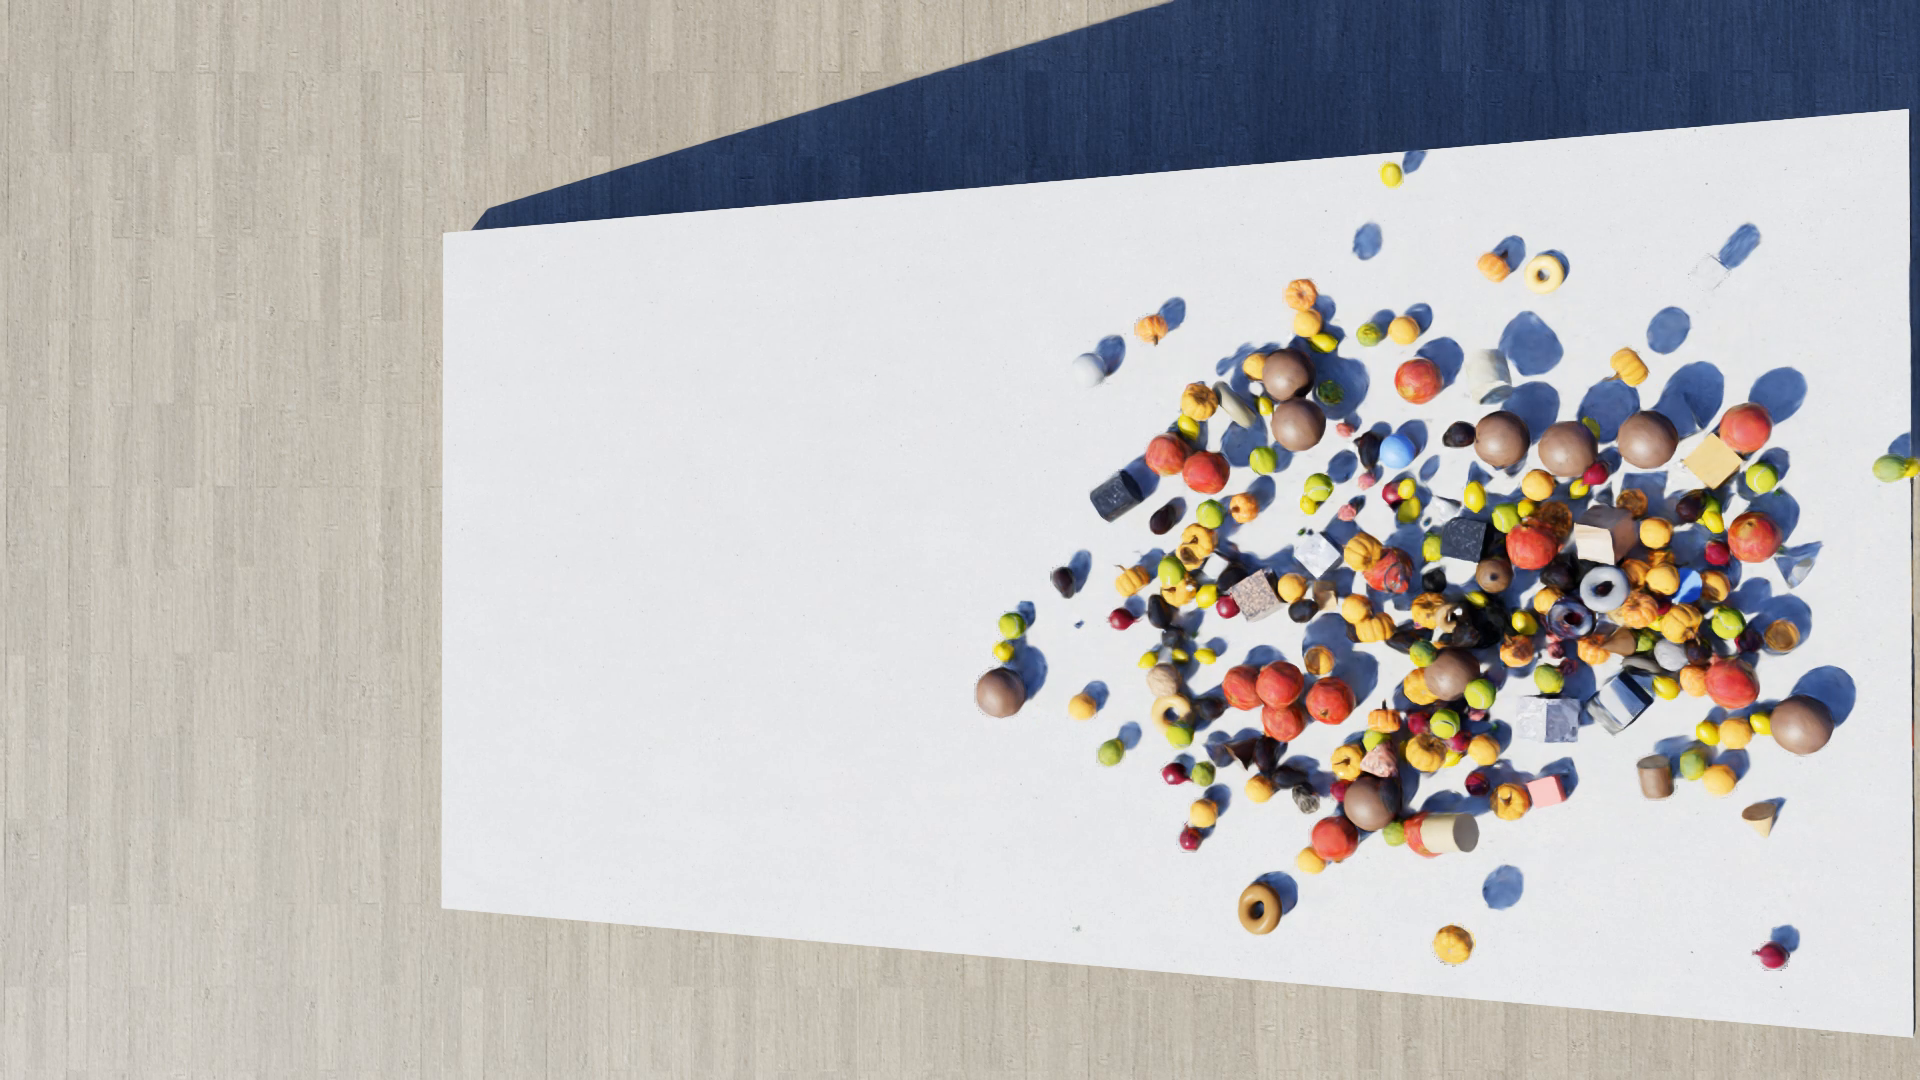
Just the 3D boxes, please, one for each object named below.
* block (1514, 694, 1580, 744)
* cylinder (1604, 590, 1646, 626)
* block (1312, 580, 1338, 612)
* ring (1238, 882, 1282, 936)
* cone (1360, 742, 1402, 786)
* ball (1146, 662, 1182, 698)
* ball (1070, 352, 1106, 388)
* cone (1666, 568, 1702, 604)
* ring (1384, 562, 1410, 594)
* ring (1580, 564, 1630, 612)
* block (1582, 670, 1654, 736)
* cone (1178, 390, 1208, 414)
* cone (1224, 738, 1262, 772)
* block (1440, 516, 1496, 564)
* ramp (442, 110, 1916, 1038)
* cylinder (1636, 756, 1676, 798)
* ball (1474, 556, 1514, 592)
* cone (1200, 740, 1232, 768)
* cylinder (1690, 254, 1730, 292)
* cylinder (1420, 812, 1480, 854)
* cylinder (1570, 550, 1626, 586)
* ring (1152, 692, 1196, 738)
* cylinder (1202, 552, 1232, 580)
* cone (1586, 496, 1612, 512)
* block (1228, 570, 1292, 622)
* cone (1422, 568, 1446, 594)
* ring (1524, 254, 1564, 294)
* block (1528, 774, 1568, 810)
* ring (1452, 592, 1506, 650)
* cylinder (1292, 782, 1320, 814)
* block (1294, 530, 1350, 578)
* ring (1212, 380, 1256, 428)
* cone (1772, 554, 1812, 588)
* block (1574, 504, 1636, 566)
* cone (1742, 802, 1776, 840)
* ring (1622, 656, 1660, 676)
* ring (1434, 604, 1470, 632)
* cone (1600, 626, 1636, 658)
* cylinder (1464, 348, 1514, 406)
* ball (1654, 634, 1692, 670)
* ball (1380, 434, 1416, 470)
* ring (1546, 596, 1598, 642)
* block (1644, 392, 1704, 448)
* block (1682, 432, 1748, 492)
[{"bbox_3d":[1.337,0.406,5.010,0.098,0.098,0.098,2,93,-28],"label":"block"},{"bbox_3d":[1.497,0.152,4.952,0.083,0.083,0.083,0,89,9],"label":"cylinder"},{"bbox_3d":[0.876,0.134,5.273,0.052,0.052,0.052,-2,118,16],"label":"block"},{"bbox_3d":[0.728,0.896,5.343,0.043,0.128,0.128,14,89,-41],"label":"ring"},{"bbox_3d":[1.010,0.543,5.168,0.099,0.099,0.099,-36,56,0],"label":"cone"},{"bbox_3d":[0.504,0.347,5.436,0.088,0.088,0.088,0,89,0],"label":"ball"},{"bbox_3d":[0.323,-0.427,5.533,0.090,0.090,0.090,0,89,0],"label":"ball"},{"bbox_3d":[1.618,0.104,4.897,0.077,0.077,0.077,-1,86,24],"label":"cone"},{"bbox_3d":[1.016,0.090,5.117,0.076,0.025,0.076,-2,94,-35],"label":"ring"},{"bbox_3d":[1.432,0.107,4.879,0.114,0.038,0.114,-18,56,28],"label":"ring"},{"bbox_3d":[1.478,0.366,4.934,0.095,0.095,0.095,-40,79,-12],"label":"block"},{"bbox_3d":[0.587,-0.331,5.451,0.067,0.067,0.067,25,89,-3],"label":"cone"},{"bbox_3d":[0.707,0.509,5.377,0.086,0.086,0.086,-37,89,-7],"label":"cone"},{"bbox_3d":[1.182,-0.001,5.115,0.093,0.093,0.093,13,95,27],"label":"block"},{"bbox_3d":[0.280,0.080,5.672,4.000,0.100,2.000,0,89,26],"label":"ramp"},{"bbox_3d":[1.556,0.529,4.915,0.073,0.073,0.073,-15,105,0],"label":"cylinder"},{"bbox_3d":[1.223,0.078,5.034,0.086,0.086,0.086,0,89,0],"label":"ball"},{"bbox_3d":[0.639,0.513,5.415,0.072,0.072,0.072,-33,89,-5],"label":"cone"},{"bbox_3d":[1.647,-0.586,4.828,0.060,0.060,0.060,40,101,0],"label":"cylinder"},{"bbox_3d":[1.123,0.670,5.040,0.093,0.093,0.093,6,80,-37],"label":"cylinder"},{"bbox_3d":[1.442,0.056,4.970,0.092,0.092,0.092,-18,89,-1],"label":"cylinder"},{"bbox_3d":[0.530,0.433,5.466,0.117,0.039,0.117,0,90,25],"label":"ring"},{"bbox_3d":[0.632,0.064,5.411,0.053,0.053,0.053,23,113,0],"label":"cylinder"},{"bbox_3d":[1.446,-0.084,4.998,0.057,0.057,0.057,-10,67,26],"label":"cone"},{"bbox_3d":[0.729,0.135,5.339,0.094,0.094,0.094,-33,76,22],"label":"block"},{"bbox_3d":[1.107,0.097,5.171,0.061,0.061,0.061,0,89,26],"label":"cone"},{"bbox_3d":[1.348,-0.613,5.075,0.092,0.031,0.092,-1,88,31],"label":"ring"},{"bbox_3d":[1.347,0.577,5.045,0.062,0.062,0.062,-21,80,25],"label":"block"},{"bbox_3d":[1.206,0.187,5.114,0.139,0.046,0.139,-14,66,34],"label":"ring"},{"bbox_3d":[0.832,0.621,5.283,0.054,0.054,0.054,-7,120,-12],"label":"cylinder"},{"bbox_3d":[0.870,0.035,5.278,0.082,0.082,0.082,47,109,19],"label":"block"},{"bbox_3d":[0.665,-0.330,5.351,0.047,0.140,0.140,-42,90,10],"label":"ring"},{"bbox_3d":[1.812,0.052,4.828,0.080,0.080,0.080,-46,50,0],"label":"cone"},{"bbox_3d":[1.438,-0.013,4.901,0.090,0.090,0.090,-35,123,-33],"label":"block"},{"bbox_3d":[1.772,0.631,4.850,0.075,0.075,0.075,-23,108,0],"label":"cone"},{"bbox_3d":[1.532,0.283,4.947,0.087,0.087,0.029,13,73,0],"label":"ring"},{"bbox_3d":[1.140,0.180,5.093,0.080,0.027,0.080,10,128,13],"label":"ring"},{"bbox_3d":[1.465,0.235,4.942,0.072,0.072,0.072,-10,89,-21],"label":"cone"},{"bbox_3d":[1.207,-0.372,5.017,0.093,0.093,0.093,-4,57,0],"label":"cylinder"},{"bbox_3d":[1.594,0.251,4.916,0.081,0.081,0.081,0,89,0],"label":"ball"},{"bbox_3d":[1.034,-0.209,5.198,0.083,0.083,0.083,0,89,0],"label":"ball"},{"bbox_3d":[1.383,0.179,4.966,0.113,0.038,0.113,9,121,15],"label":"ring"},{"bbox_3d":[1.596,-0.266,4.916,0.090,0.090,0.090,-29,77,23],"label":"block"},{"bbox_3d":[1.674,-0.173,4.875,0.092,0.092,0.092,48,109,19],"label":"block"}]
